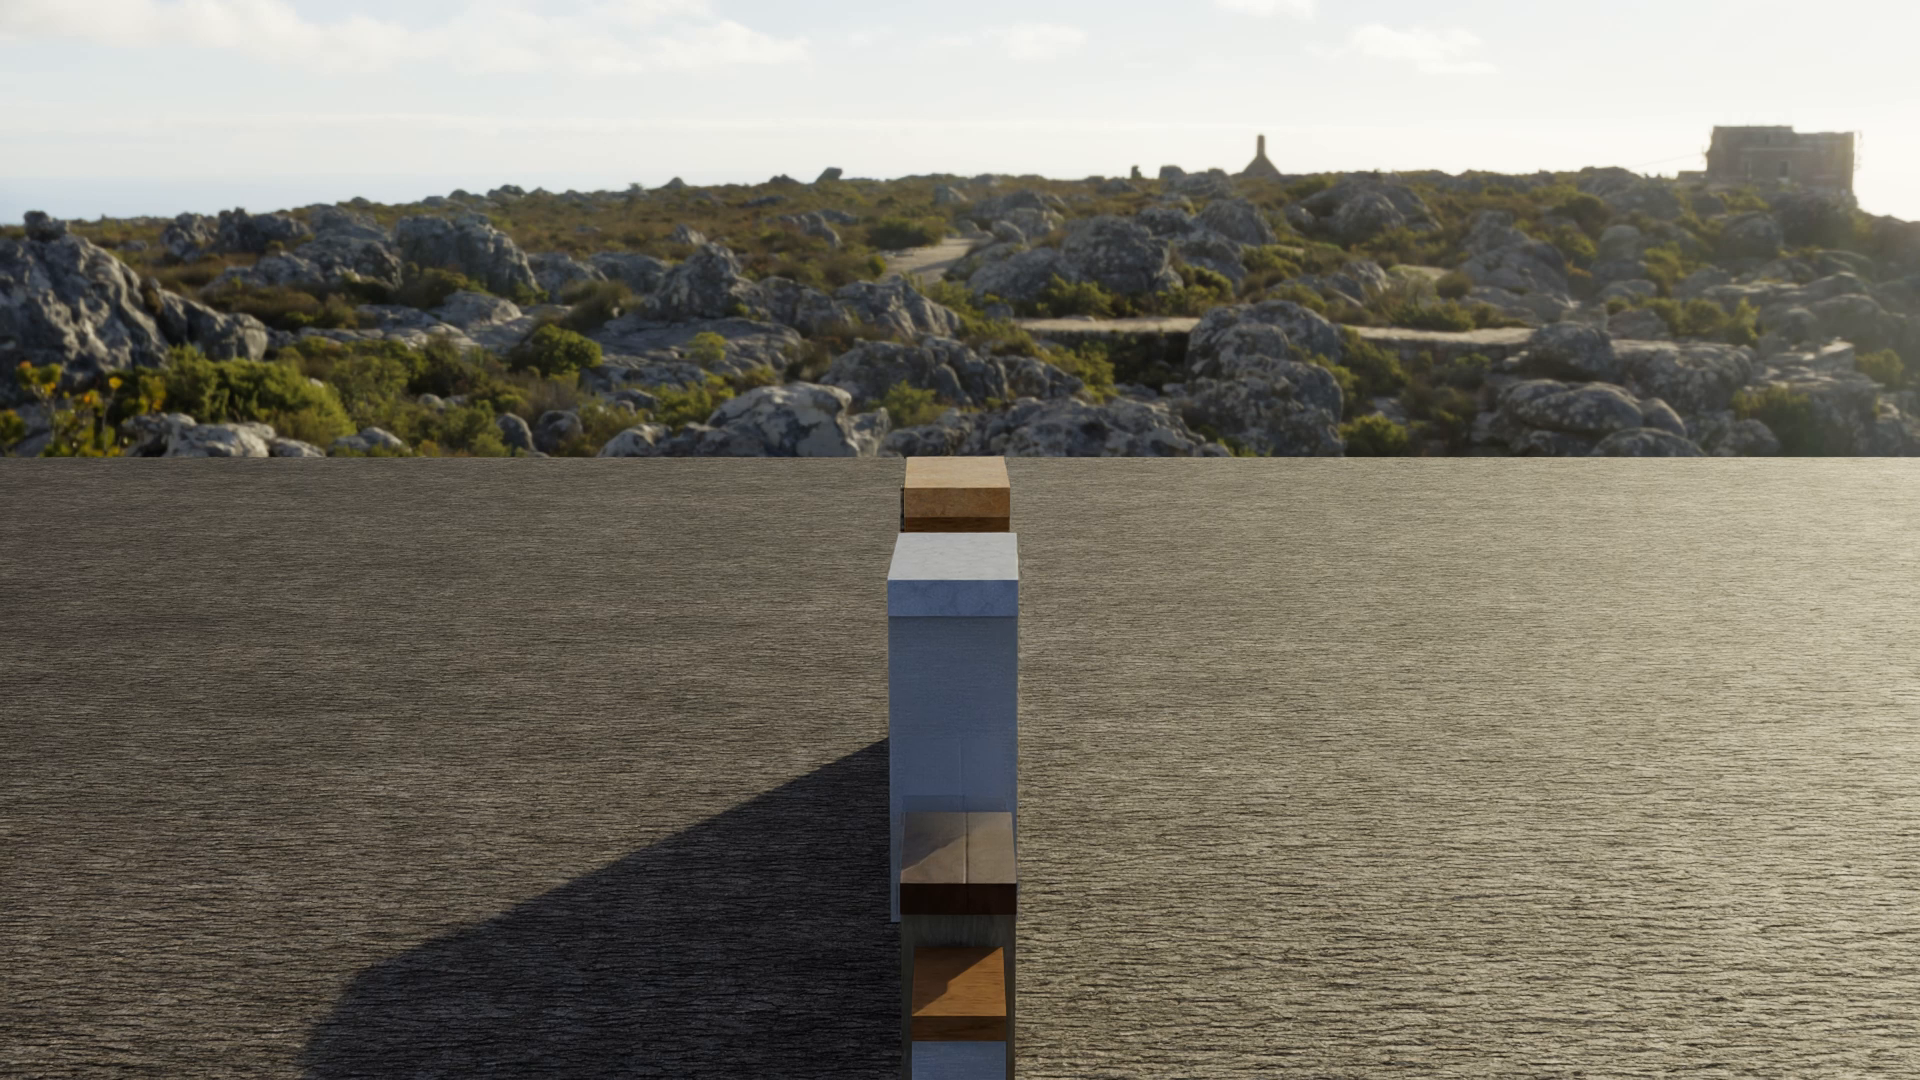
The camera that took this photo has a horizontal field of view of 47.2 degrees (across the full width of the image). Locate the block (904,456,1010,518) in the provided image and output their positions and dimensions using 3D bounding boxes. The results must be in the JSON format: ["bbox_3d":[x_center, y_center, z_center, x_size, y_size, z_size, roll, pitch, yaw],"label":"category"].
[{"bbox_3d":[-0.007,-0.097,3.896,0.178,0.050,0.356,0,11,-1],"label":"block"}]

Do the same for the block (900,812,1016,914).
[{"bbox_3d":[-0.002,0.421,2.881,0.145,0.041,0.290,0,11,0],"label":"block"}]

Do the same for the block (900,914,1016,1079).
[{"bbox_3d":[-0.002,0.601,2.817,0.145,0.290,0.041,0,11,0],"label":"block"}]

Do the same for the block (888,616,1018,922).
[{"bbox_3d":[-0.009,0.312,3.076,0.177,0.448,0.050,0,10,1],"label":"block"}]

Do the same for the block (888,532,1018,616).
[{"bbox_3d":[-0.007,0.046,3.146,0.177,0.050,0.355,0,11,1],"label":"block"}]

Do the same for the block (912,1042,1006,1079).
[{"bbox_3d":[-0.001,0.679,2.592,0.109,0.219,0.031,0,11,0],"label":"block"}]

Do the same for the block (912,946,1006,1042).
[{"bbox_3d":[-0.001,0.543,2.641,0.109,0.031,0.219,0,11,0],"label":"block"}]

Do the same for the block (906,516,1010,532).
[{"bbox_3d":[-0.004,0.125,3.817,0.178,0.356,0.050,0,11,0],"label":"block"}]

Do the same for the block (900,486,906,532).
[{"bbox_3d":[-0.019,0.114,4.060,0.178,0.423,0.050,0,11,-1],"label":"block"}]
